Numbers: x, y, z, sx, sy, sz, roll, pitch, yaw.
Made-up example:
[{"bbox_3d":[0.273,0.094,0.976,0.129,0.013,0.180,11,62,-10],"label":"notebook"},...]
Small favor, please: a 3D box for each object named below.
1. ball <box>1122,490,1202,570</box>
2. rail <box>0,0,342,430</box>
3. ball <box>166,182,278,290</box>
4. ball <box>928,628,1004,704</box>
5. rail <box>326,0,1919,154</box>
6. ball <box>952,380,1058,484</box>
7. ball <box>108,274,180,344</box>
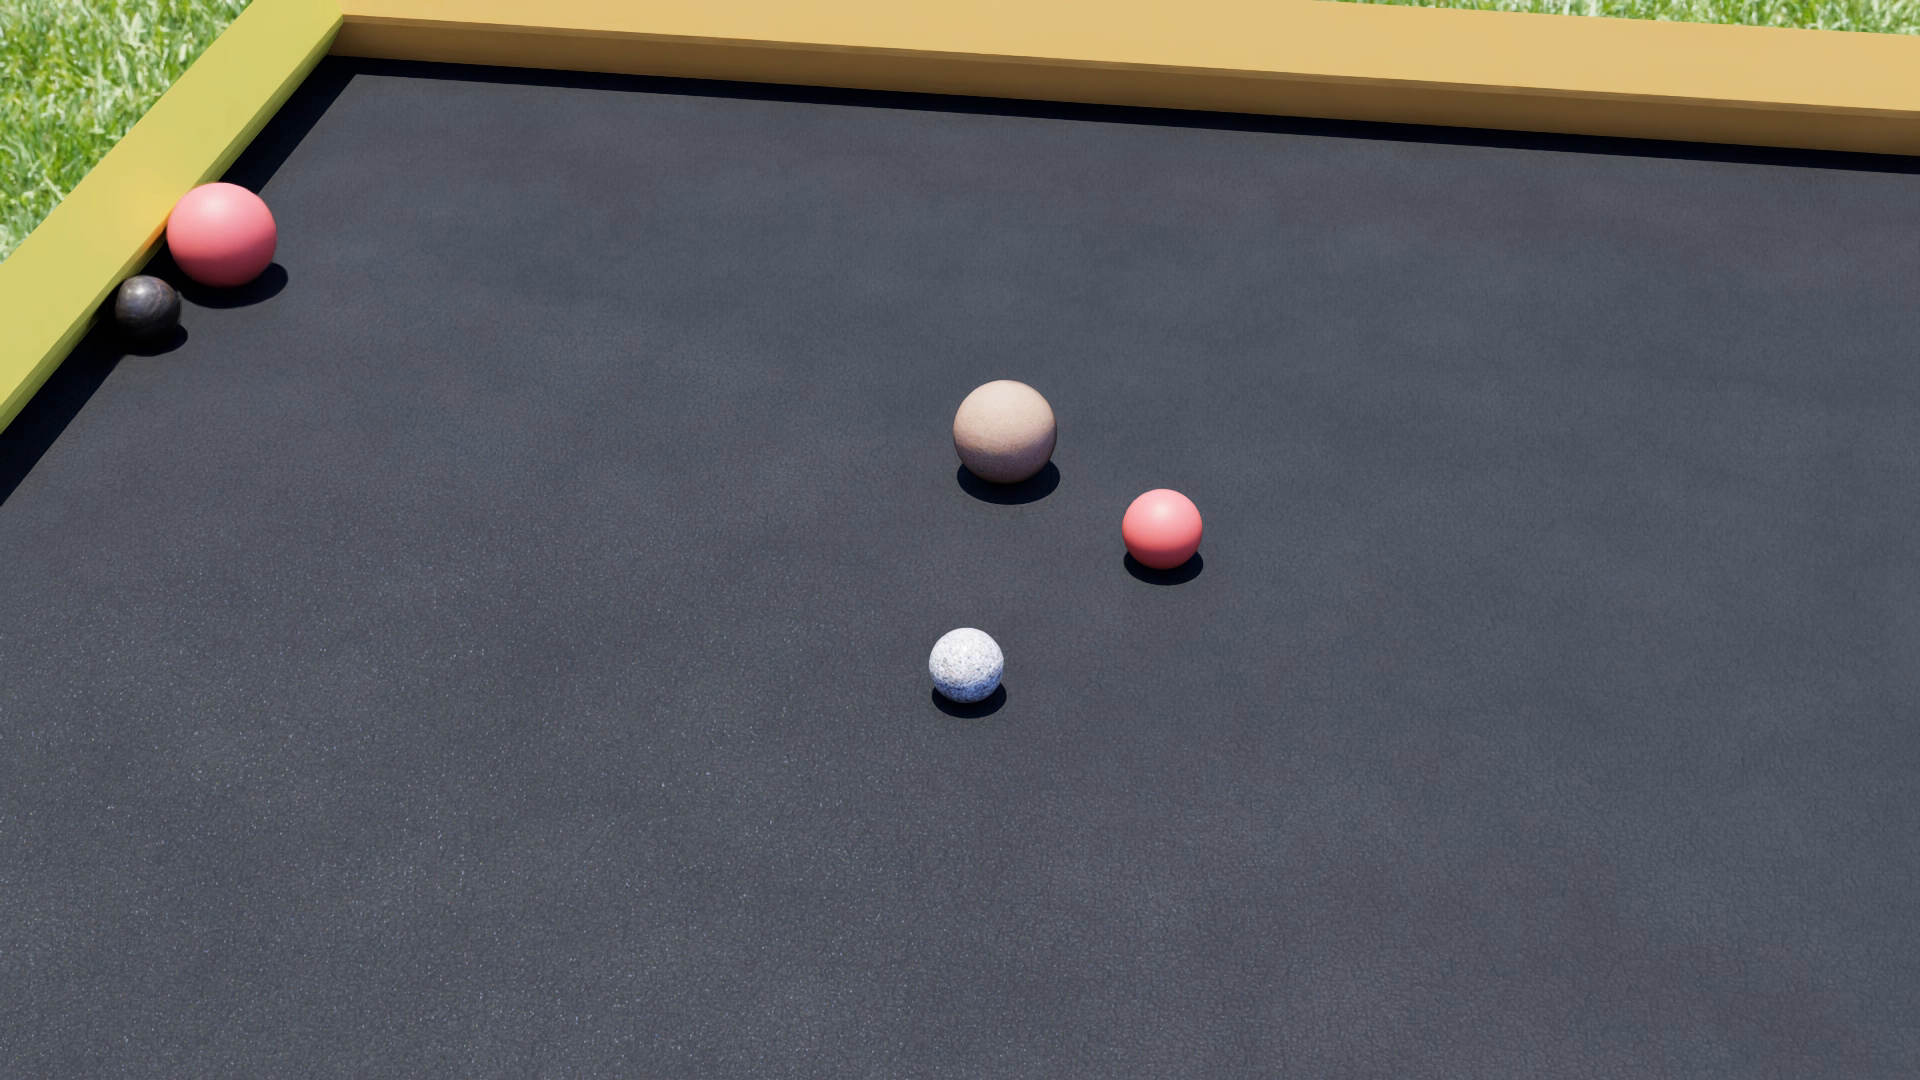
[{"bbox_3d":[0.153,-0.008,1.945,0.061,0.061,0.061,0,35,0],"label":"ball"},{"bbox_3d":[-0.782,-0.089,2.005,0.045,0.124,1.712,5,35,7],"label":"rail"},{"bbox_3d":[-0.661,-0.272,2.298,0.095,0.095,0.095,0,35,0],"label":"ball"},{"bbox_3d":[0.005,0.089,1.811,0.054,0.054,0.054,0,35,0],"label":"ball"},{"bbox_3d":[0.929,-0.421,2.488,3.258,0.124,0.045,5,35,7],"label":"rail"},{"bbox_3d":[0.036,-0.086,2.038,0.083,0.083,0.083,0,35,0],"label":"ball"},{"bbox_3d":[-0.707,-0.200,2.225,0.059,0.059,0.059,0,35,0],"label":"ball"}]
